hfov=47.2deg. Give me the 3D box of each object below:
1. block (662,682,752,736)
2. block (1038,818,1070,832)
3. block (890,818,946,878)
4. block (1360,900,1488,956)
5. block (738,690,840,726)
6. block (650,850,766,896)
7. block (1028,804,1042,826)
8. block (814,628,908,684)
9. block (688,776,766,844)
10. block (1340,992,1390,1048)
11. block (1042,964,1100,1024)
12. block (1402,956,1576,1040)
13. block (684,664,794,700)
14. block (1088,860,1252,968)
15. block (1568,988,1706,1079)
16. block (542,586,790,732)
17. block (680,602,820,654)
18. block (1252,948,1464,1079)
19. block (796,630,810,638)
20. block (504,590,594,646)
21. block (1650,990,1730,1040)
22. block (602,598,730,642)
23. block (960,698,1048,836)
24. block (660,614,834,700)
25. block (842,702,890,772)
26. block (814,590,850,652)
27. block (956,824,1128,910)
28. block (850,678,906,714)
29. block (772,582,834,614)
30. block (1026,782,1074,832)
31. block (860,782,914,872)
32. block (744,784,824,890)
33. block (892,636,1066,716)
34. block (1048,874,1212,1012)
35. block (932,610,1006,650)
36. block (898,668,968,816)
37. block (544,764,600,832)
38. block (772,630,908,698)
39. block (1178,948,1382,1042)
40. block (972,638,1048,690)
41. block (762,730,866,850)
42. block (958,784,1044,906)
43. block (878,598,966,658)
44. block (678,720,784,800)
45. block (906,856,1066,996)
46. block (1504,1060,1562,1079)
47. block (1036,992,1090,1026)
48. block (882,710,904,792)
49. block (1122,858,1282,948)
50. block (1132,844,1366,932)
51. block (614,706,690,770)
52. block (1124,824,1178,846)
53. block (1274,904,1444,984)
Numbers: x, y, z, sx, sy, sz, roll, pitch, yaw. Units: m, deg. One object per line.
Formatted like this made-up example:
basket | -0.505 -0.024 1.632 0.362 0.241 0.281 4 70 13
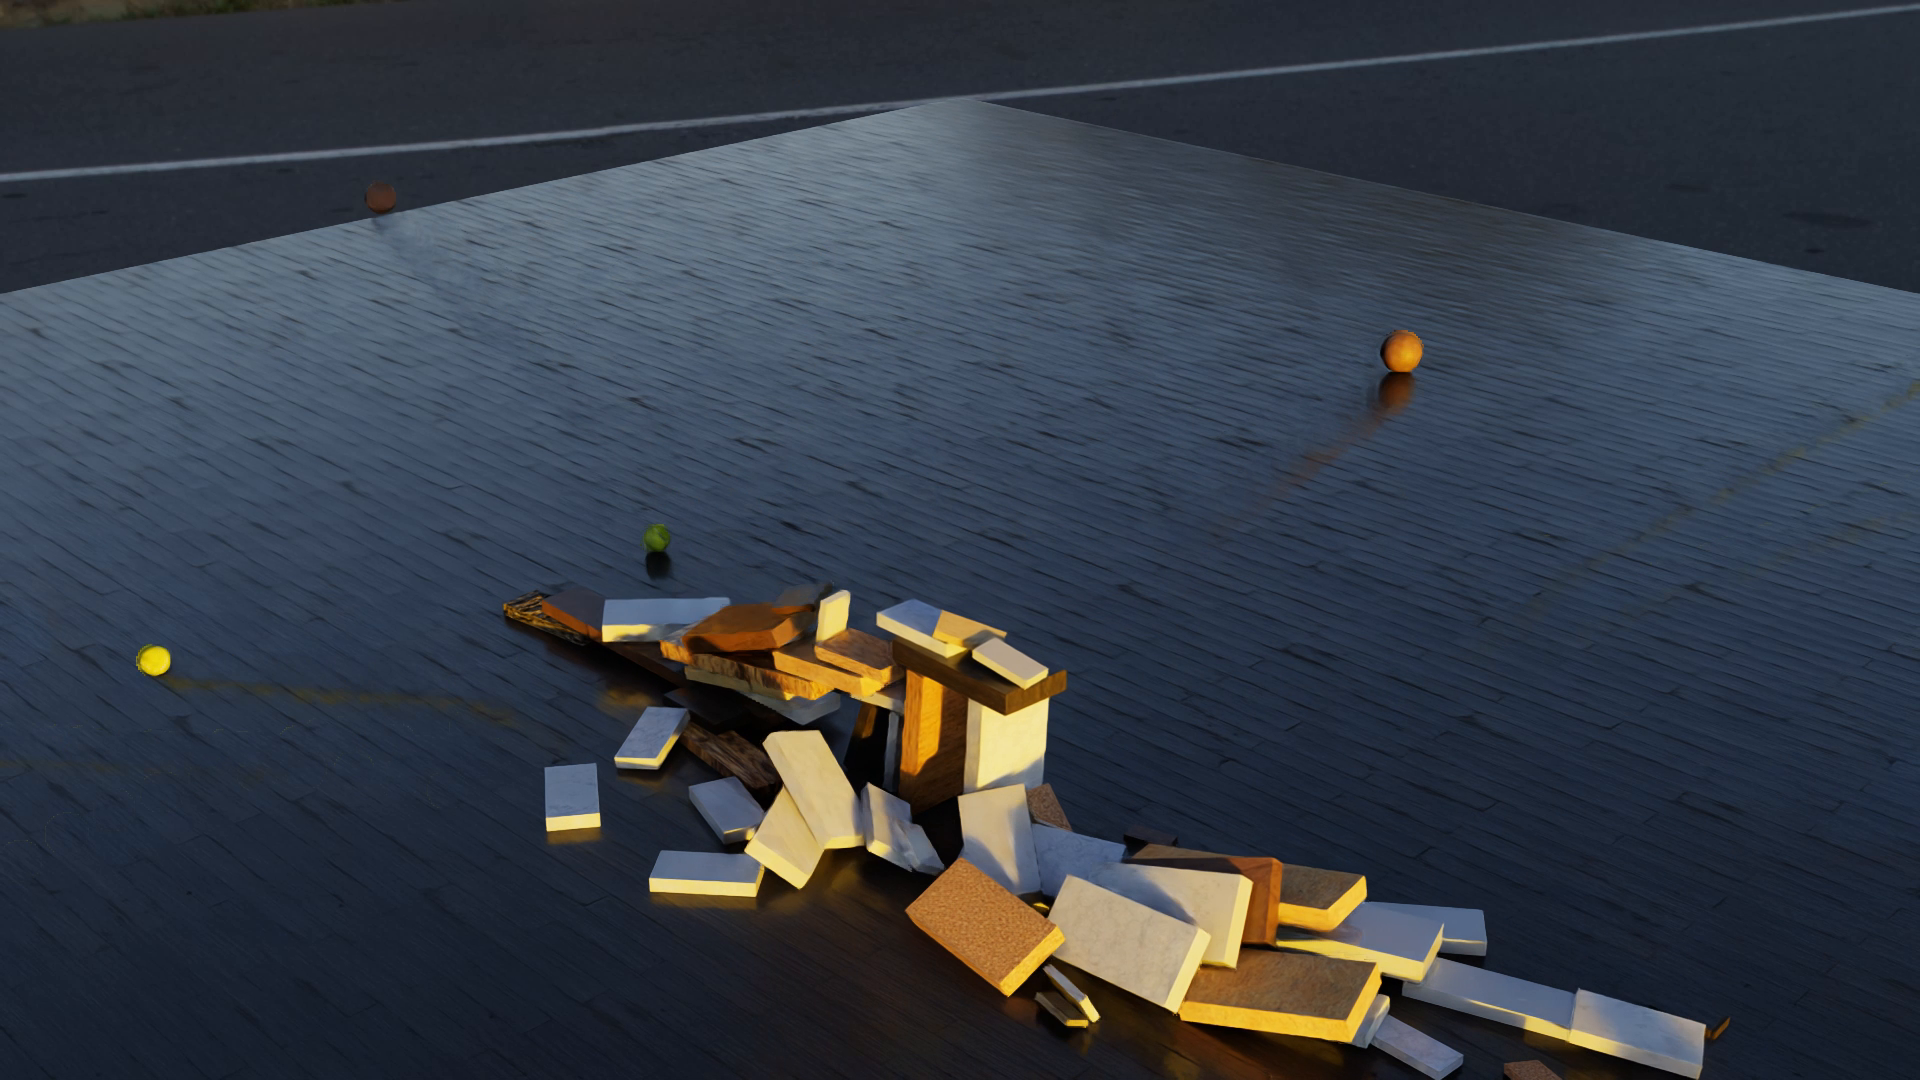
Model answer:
block | -0.552 0.366 4.794 0.096 0.027 0.192 -20 30 -39
block | 0.169 0.586 4.293 0.129 0.064 0.018 17 11 35
block | -0.081 0.596 4.256 0.067 0.019 0.133 22 21 -37
block | 0.739 0.707 4.056 0.446 0.030 0.107 3 23 7
block | -0.385 0.334 4.848 0.229 0.033 0.115 23 32 37
block | -0.484 0.639 4.217 0.204 0.029 0.102 2 23 5
block | 0.120 0.556 4.284 0.064 0.129 0.018 -35 -16 11
block | -0.192 0.235 4.502 0.202 0.029 0.101 17 32 42
block | -0.464 0.544 4.441 0.102 0.029 0.204 -11 25 -24
block | 0.624 0.803 3.788 0.204 0.029 0.102 11 38 32
block | 0.194 0.788 3.827 0.017 0.059 0.118 -39 36 -13
block | 0.941 0.799 3.841 0.314 0.029 0.102 11 26 25
block | -0.460 0.293 4.823 0.312 0.029 0.102 8 28 39
block | 0.360 0.665 3.917 0.312 0.156 0.044 0 -24 37
block | 1.142 0.832 3.710 0.214 0.030 0.107 14 33 14
block | -0.675 0.264 5.050 0.785 0.033 0.115 23 32 38
block | -0.454 0.188 4.783 0.299 0.042 0.149 -6 22 43
block | 0.607 0.789 3.876 0.068 0.019 0.627 -20 30 -38
block | -0.393 0.241 5.128 0.106 0.030 0.212 -13 21 -28
block | -0.964 0.186 5.284 0.279 0.030 0.106 18 29 35
block | 1.261 0.822 3.803 0.118 0.017 0.059 19 30 38
block | -0.682 0.185 5.122 0.292 0.041 0.146 -1 22 -6
block | 0.088 0.434 4.320 0.162 0.324 0.046 -16 32 -32
block | -0.440 0.253 4.818 0.514 0.042 0.149 11 30 44
block | -0.181 0.395 4.593 0.094 0.188 0.027 -21 52 -41
block | -0.264 0.171 4.559 0.019 0.135 0.067 34 42 31
block | 0.152 0.618 4.180 0.302 0.043 0.151 10 47 23
block | -0.127 0.314 4.491 0.094 0.027 0.188 -20 23 -40
block | -0.335 0.123 4.663 0.135 0.019 0.068 -7 39 45
block | 0.175 0.549 4.341 0.064 0.018 0.129 -16 69 -32
block | -0.140 0.562 4.315 0.101 0.029 0.202 30 20 -20
block | -0.320 0.565 4.296 0.131 0.037 0.263 35 26 -3
block | 0.036 0.243 4.294 0.162 0.046 0.324 -20 30 -38
block | 0.284 0.708 3.881 0.313 0.146 0.041 16 -14 45
block | 0.019 0.185 4.282 0.133 0.019 0.067 19 37 1
block | -0.041 0.384 4.437 0.162 0.324 0.046 -21 37 -41
block | -0.792 0.523 4.489 0.106 0.030 0.211 -4 23 -10
block | -0.241 0.252 4.599 0.149 0.042 0.299 -24 24 -36
block | 0.545 0.774 3.769 0.312 0.044 0.156 0 28 32
block | 0.095 0.235 4.199 0.133 0.019 0.067 29 37 31
block | -0.276 0.491 4.344 0.131 0.037 0.263 5 44 -48
block | 0.076 0.585 4.174 0.131 0.037 0.263 -11 43 2
block | -0.059 0.173 4.361 0.101 0.029 0.202 -21 31 -40
block | -0.493 0.451 4.664 0.096 0.027 0.382 -16 28 -33
block | 0.043 0.697 3.982 0.146 0.041 0.292 -42 39 -16
block | 0.943 0.882 3.610 0.059 0.017 0.118 -5 5 -7
block | 0.177 0.812 3.807 0.048 0.014 0.095 12 12 -37
block | -0.108 0.421 4.526 0.094 0.188 0.027 -21 38 -41
block | 0.425 0.650 3.945 0.302 0.151 0.043 -6 -26 33
block | 0.504 0.633 4.022 0.449 0.043 0.151 3 19 36
block | -0.655 0.421 4.689 0.096 0.027 0.192 0 30 16
block | 0.377 0.591 4.351 0.095 0.014 0.048 13 26 29
block | 0.680 0.703 3.955 0.342 0.044 0.156 10 21 23
